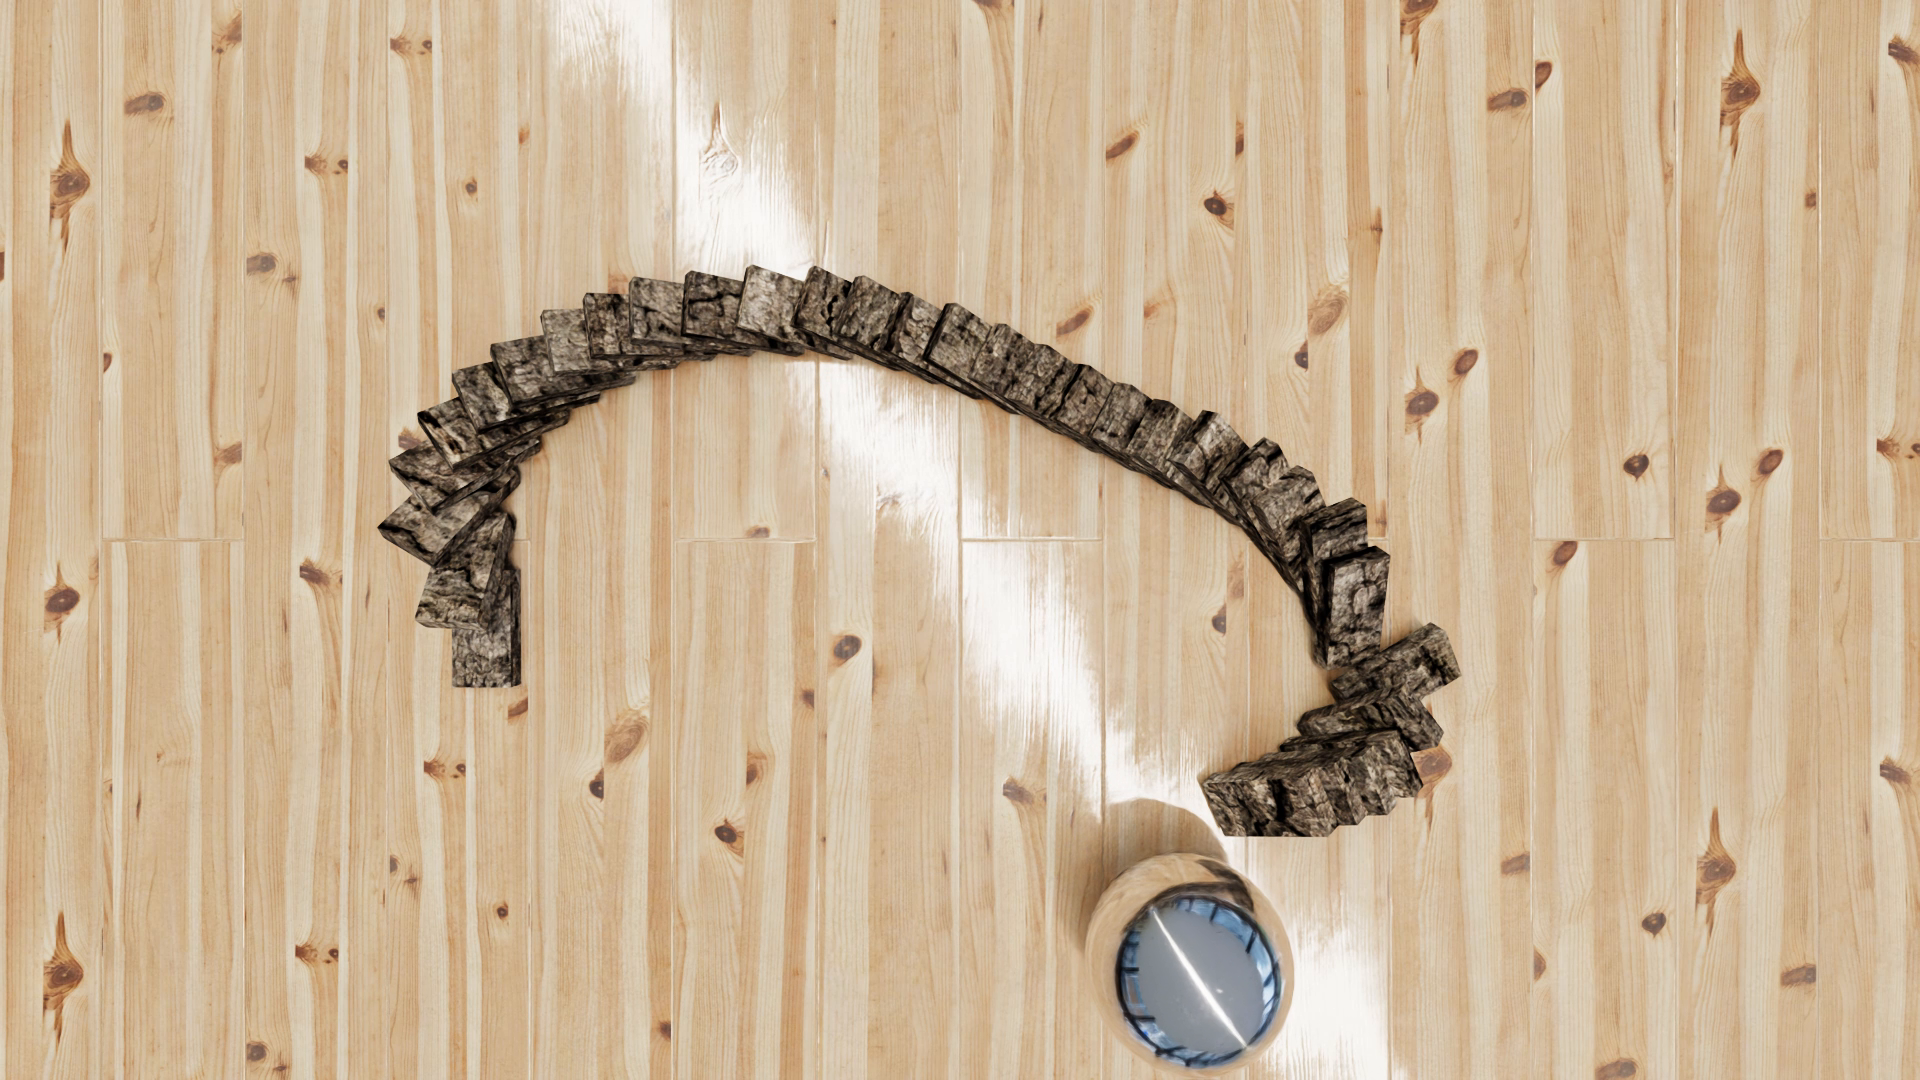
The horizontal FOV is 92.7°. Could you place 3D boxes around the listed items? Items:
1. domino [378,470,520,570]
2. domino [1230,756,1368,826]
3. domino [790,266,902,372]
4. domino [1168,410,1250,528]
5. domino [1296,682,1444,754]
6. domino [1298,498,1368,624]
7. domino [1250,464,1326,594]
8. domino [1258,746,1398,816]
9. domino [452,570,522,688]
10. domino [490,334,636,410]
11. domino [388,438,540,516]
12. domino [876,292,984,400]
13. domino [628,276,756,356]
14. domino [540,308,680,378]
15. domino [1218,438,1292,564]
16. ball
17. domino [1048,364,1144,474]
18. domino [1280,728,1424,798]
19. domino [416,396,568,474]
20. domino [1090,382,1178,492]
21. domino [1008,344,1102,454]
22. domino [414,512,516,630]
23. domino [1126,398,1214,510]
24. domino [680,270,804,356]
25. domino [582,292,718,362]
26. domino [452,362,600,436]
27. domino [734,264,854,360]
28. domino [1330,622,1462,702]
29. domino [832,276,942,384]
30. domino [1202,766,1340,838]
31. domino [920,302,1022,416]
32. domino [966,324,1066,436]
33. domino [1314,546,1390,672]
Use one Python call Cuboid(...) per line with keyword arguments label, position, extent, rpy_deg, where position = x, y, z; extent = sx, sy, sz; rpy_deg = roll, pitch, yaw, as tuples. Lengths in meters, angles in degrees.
Cuboid(label="domino", position=(-0.213, -0.015, 0.383), extent=(0.025, 0.009, 0.050), rpy_deg=(31, 59, 0))
Cuboid(label="domino", position=(0.138, 0.104, 0.378), extent=(0.010, 0.050, 0.025), rpy_deg=(-23, 90, -39))
Cuboid(label="domino", position=(-0.043, -0.092, 0.384), extent=(0.050, 0.009, 0.025), rpy_deg=(19, 90, -28))
Cuboid(label="domino", position=(0.110, -0.029, 0.382), extent=(0.050, 0.009, 0.025), rpy_deg=(38, 86, -33))
Cuboid(label="domino", position=(0.168, 0.078, 0.378), extent=(0.009, 0.050, 0.025), rpy_deg=(-37, 90, -39))
Cuboid(label="domino", position=(0.156, 0.010, 0.382), extent=(0.025, 0.010, 0.050), rpy_deg=(-21, 120, -7))
Cuboid(label="domino", position=(0.141, -0.004, 0.382), extent=(0.025, 0.010, 0.050), rpy_deg=(-37, 122, -2))
Cuboid(label="domino", position=(0.150, 0.100, 0.378), extent=(0.010, 0.050, 0.025), rpy_deg=(-23, 90, -39))
Cuboid(label="domino", position=(-0.204, 0.038, 0.395), extent=(0.025, 0.010, 0.050), rpy_deg=(0, 90, 0))
Cuboid(label="domino", position=(-0.165, -0.073, 0.382), extent=(0.050, 0.009, 0.025), rpy_deg=(-21, 87, -33))
Cuboid(label="domino", position=(-0.205, -0.035, 0.382), extent=(0.025, 0.009, 0.050), rpy_deg=(46, 56, 1))
Cuboid(label="domino", position=(-0.008, -0.080, 0.383), extent=(0.050, 0.010, 0.025), rpy_deg=(22, 88, -31))
Cuboid(label="domino", position=(-0.111, -0.093, 0.382), extent=(0.050, 0.010, 0.025), rpy_deg=(0, 86, -31))
Cuboid(label="domino", position=(-0.146, -0.083, 0.383), extent=(0.050, 0.009, 0.025), rpy_deg=(-11, 90, -32))
Cuboid(label="domino", position=(0.130, -0.016, 0.383), extent=(0.025, 0.009, 0.050), rpy_deg=(-40, 122, 0))
Cuboid(label="ball", position=(0.089, 0.165, 0.360), extent=(0.080, 0.080, 0.080), rpy_deg=(0, 90, 0))
Cuboid(label="domino", position=(0.063, -0.050, 0.383), extent=(0.050, 0.010, 0.025), rpy_deg=(27, 90, -31))
Cuboid(label="domino", position=(0.160, 0.093, 0.378), extent=(0.010, 0.050, 0.025), rpy_deg=(-23, 90, -39))
Cuboid(label="domino", position=(-0.194, -0.051, 0.382), extent=(0.050, 0.009, 0.025), rpy_deg=(-35, 89, -33))
Cuboid(label="domino", position=(0.079, -0.042, 0.382), extent=(0.050, 0.010, 0.025), rpy_deg=(27, 90, -33))
Cuboid(label="domino", position=(0.046, -0.058, 0.383), extent=(0.050, 0.009, 0.025), rpy_deg=(27, 90, -31))
Cuboid(label="domino", position=(-0.207, 0.012, 0.385), extent=(0.025, 0.009, 0.050), rpy_deg=(3, 66, 0))
Cuboid(label="domino", position=(0.093, -0.035, 0.382), extent=(0.050, 0.009, 0.025), rpy_deg=(29, 89, -33))
Cuboid(label="domino", position=(-0.089, -0.094, 0.383), extent=(0.050, 0.009, 0.025), rpy_deg=(4, 89, -31))
Cuboid(label="domino", position=(-0.129, -0.088, 0.382), extent=(0.050, 0.010, 0.025), rpy_deg=(-7, 88, -32))
Cuboid(label="domino", position=(-0.180, -0.064, 0.382), extent=(0.050, 0.009, 0.025), rpy_deg=(-25, 88, -33))
Cuboid(label="domino", position=(-0.067, -0.094, 0.384), extent=(0.050, 0.009, 0.025), rpy_deg=(12, 90, -29))
Cuboid(label="domino", position=(0.186, 0.059, 0.391), extent=(0.050, 0.010, 0.025), rpy_deg=(-31, 112, 0))
Cuboid(label="domino", position=(-0.025, -0.087, 0.383), extent=(0.050, 0.010, 0.025), rpy_deg=(22, 88, -31))
Cuboid(label="domino", position=(0.127, 0.108, 0.378), extent=(0.010, 0.050, 0.025), rpy_deg=(-23, 90, -39))
Cuboid(label="domino", position=(0.010, -0.075, 0.383), extent=(0.050, 0.010, 0.025), rpy_deg=(26, 87, -31))
Cuboid(label="domino", position=(0.030, -0.067, 0.383), extent=(0.050, 0.009, 0.025), rpy_deg=(27, 90, -30))
Cuboid(label="domino", position=(0.163, 0.029, 0.382), extent=(0.025, 0.010, 0.050), rpy_deg=(-13, 118, -10))
